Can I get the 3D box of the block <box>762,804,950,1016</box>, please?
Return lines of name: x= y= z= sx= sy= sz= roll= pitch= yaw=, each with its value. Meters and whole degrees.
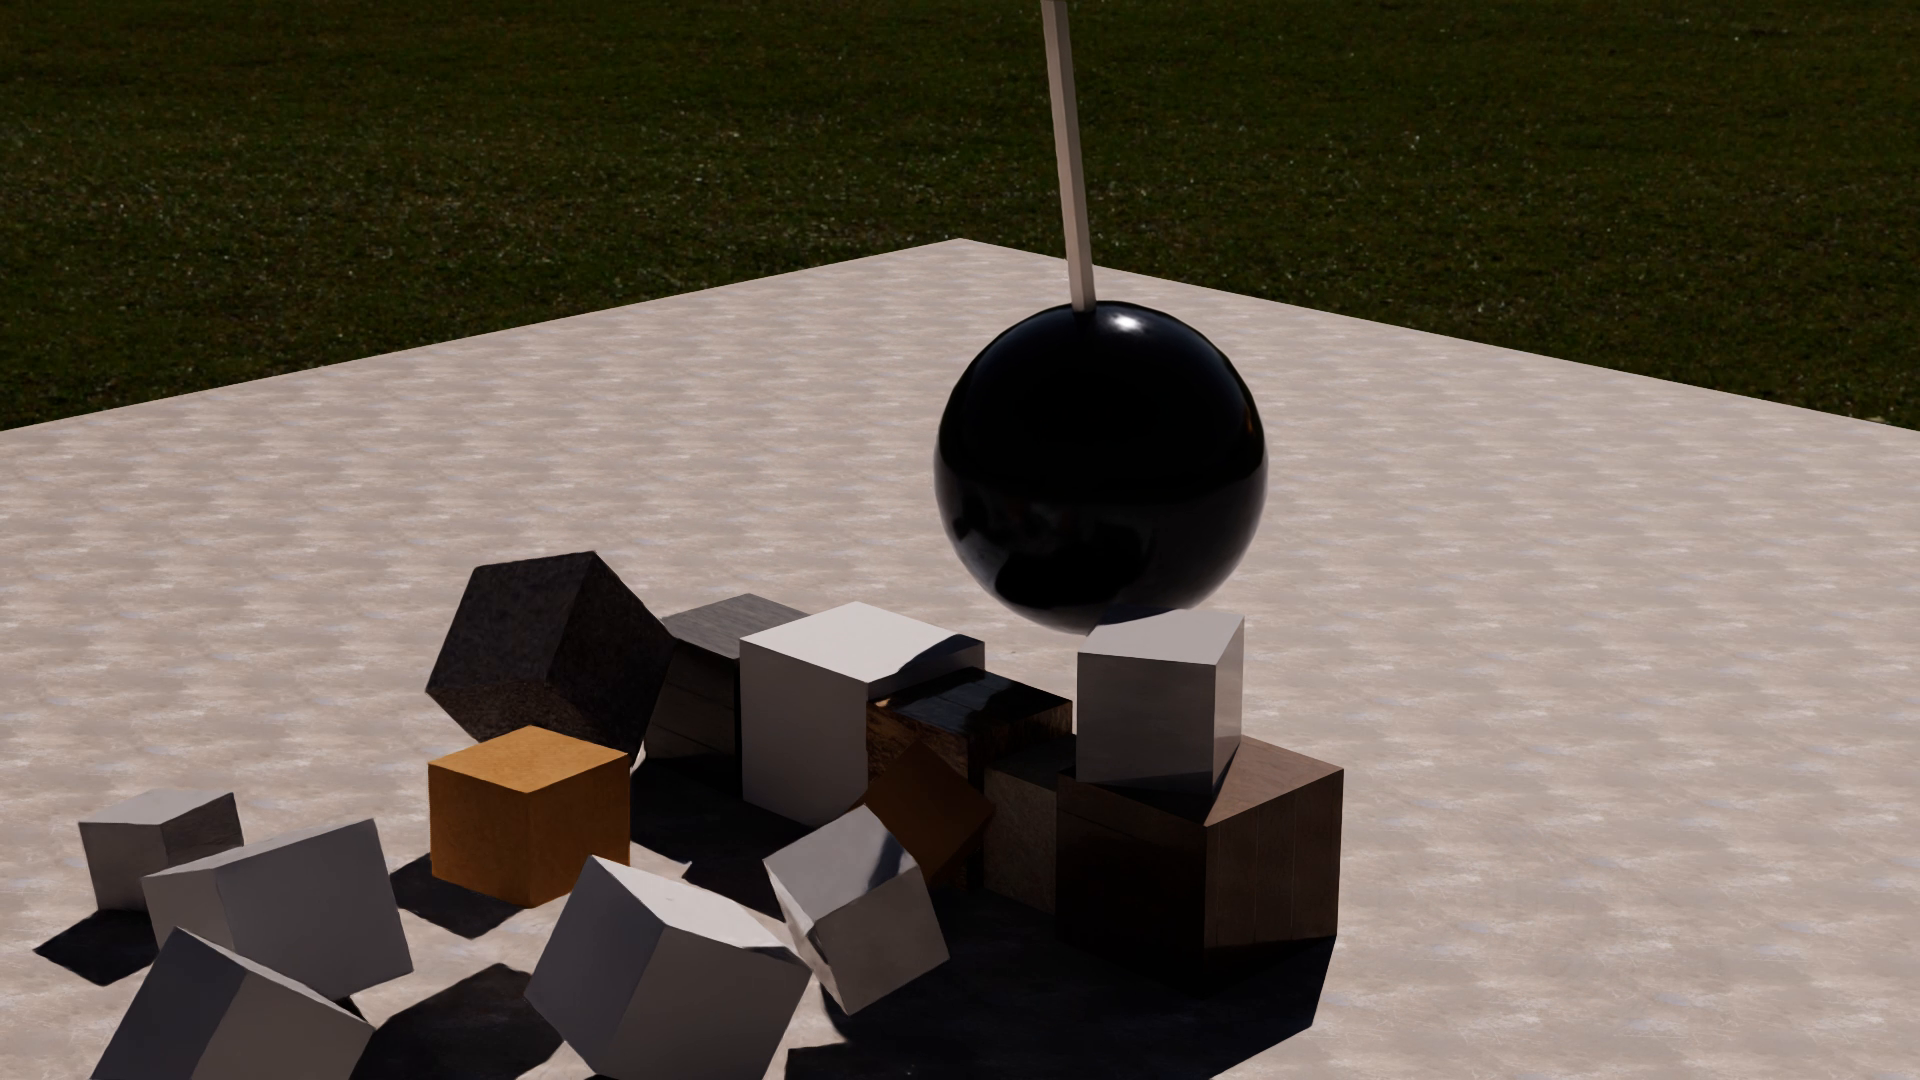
block: x=-0.399 y=1.425 z=11.317 sx=0.458 sy=0.506 sz=0.463 roll=-28 pitch=36 yaw=-15

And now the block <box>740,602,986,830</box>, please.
block: x=-0.469 y=0.878 z=14.157 sx=0.882 sy=0.835 sz=0.783 roll=16 pitch=24 yaw=41

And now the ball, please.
ball: x=0.667 y=-0.338 z=13.935 sx=1.600 sy=1.600 sz=1.600 roll=0 pitch=17 yaw=0

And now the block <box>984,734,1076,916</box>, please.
block: x=0.521 y=1.298 z=13.228 sx=0.571 sy=0.593 sz=0.601 roll=-17 pitch=24 yaw=-42

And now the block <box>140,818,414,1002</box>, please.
block: x=-2.782 y=1.568 z=11.945 sx=0.732 sy=0.650 sz=0.664 roll=-16 pitch=2 yaw=-41

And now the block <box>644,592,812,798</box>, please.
block: x=-1.088 y=0.767 z=14.701 sx=0.706 sy=0.721 sz=0.720 roll=-16 pitch=24 yaw=-41

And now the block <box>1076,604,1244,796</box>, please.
block: x=0.865 y=0.676 z=12.601 sx=0.589 sy=0.584 sz=0.663 roll=5 pitch=18 yaw=15

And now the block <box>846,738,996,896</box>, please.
block: x=-0.195 y=1.192 z=12.059 sx=0.429 sy=0.531 sz=0.450 roll=41 pitch=68 yaw=9

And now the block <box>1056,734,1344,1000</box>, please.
block: x=1.033 y=1.362 z=12.701 sx=0.906 sy=0.785 sz=0.843 roll=-17 pitch=24 yaw=-42

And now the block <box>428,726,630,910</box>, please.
block: x=-1.819 y=1.164 z=12.415 sx=0.579 sy=0.511 sz=0.609 roll=12 pitch=19 yaw=35

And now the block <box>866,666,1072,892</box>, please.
block: x=0.044 y=1.098 z=13.607 sx=0.684 sy=0.747 sz=0.660 roll=-16 pitch=24 yaw=-42

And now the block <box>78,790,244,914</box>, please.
block: x=-3.545 y=1.386 z=13.085 sx=0.523 sy=0.417 sz=0.441 roll=-2 pitch=14 yaw=33

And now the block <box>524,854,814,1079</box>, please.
block: x=-1.137 y=1.720 z=11.382 sx=0.702 sy=0.617 sz=0.718 roll=24 pitch=3 yaw=-35

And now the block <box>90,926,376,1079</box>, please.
block: x=-2.677 y=1.899 z=10.785 sx=0.518 sy=0.649 sz=0.645 roll=17 pitch=-15 yaw=43

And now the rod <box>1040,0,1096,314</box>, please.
rod: x=0.289 y=-3.428 z=12.567 sx=0.080 sy=5.200 sz=0.080 roll=17 pitch=33 yaw=42

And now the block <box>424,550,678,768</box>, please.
block: x=-1.952 y=0.604 z=14.076 sx=0.731 sy=0.748 sz=0.732 roll=-7 pitch=49 yaw=31
